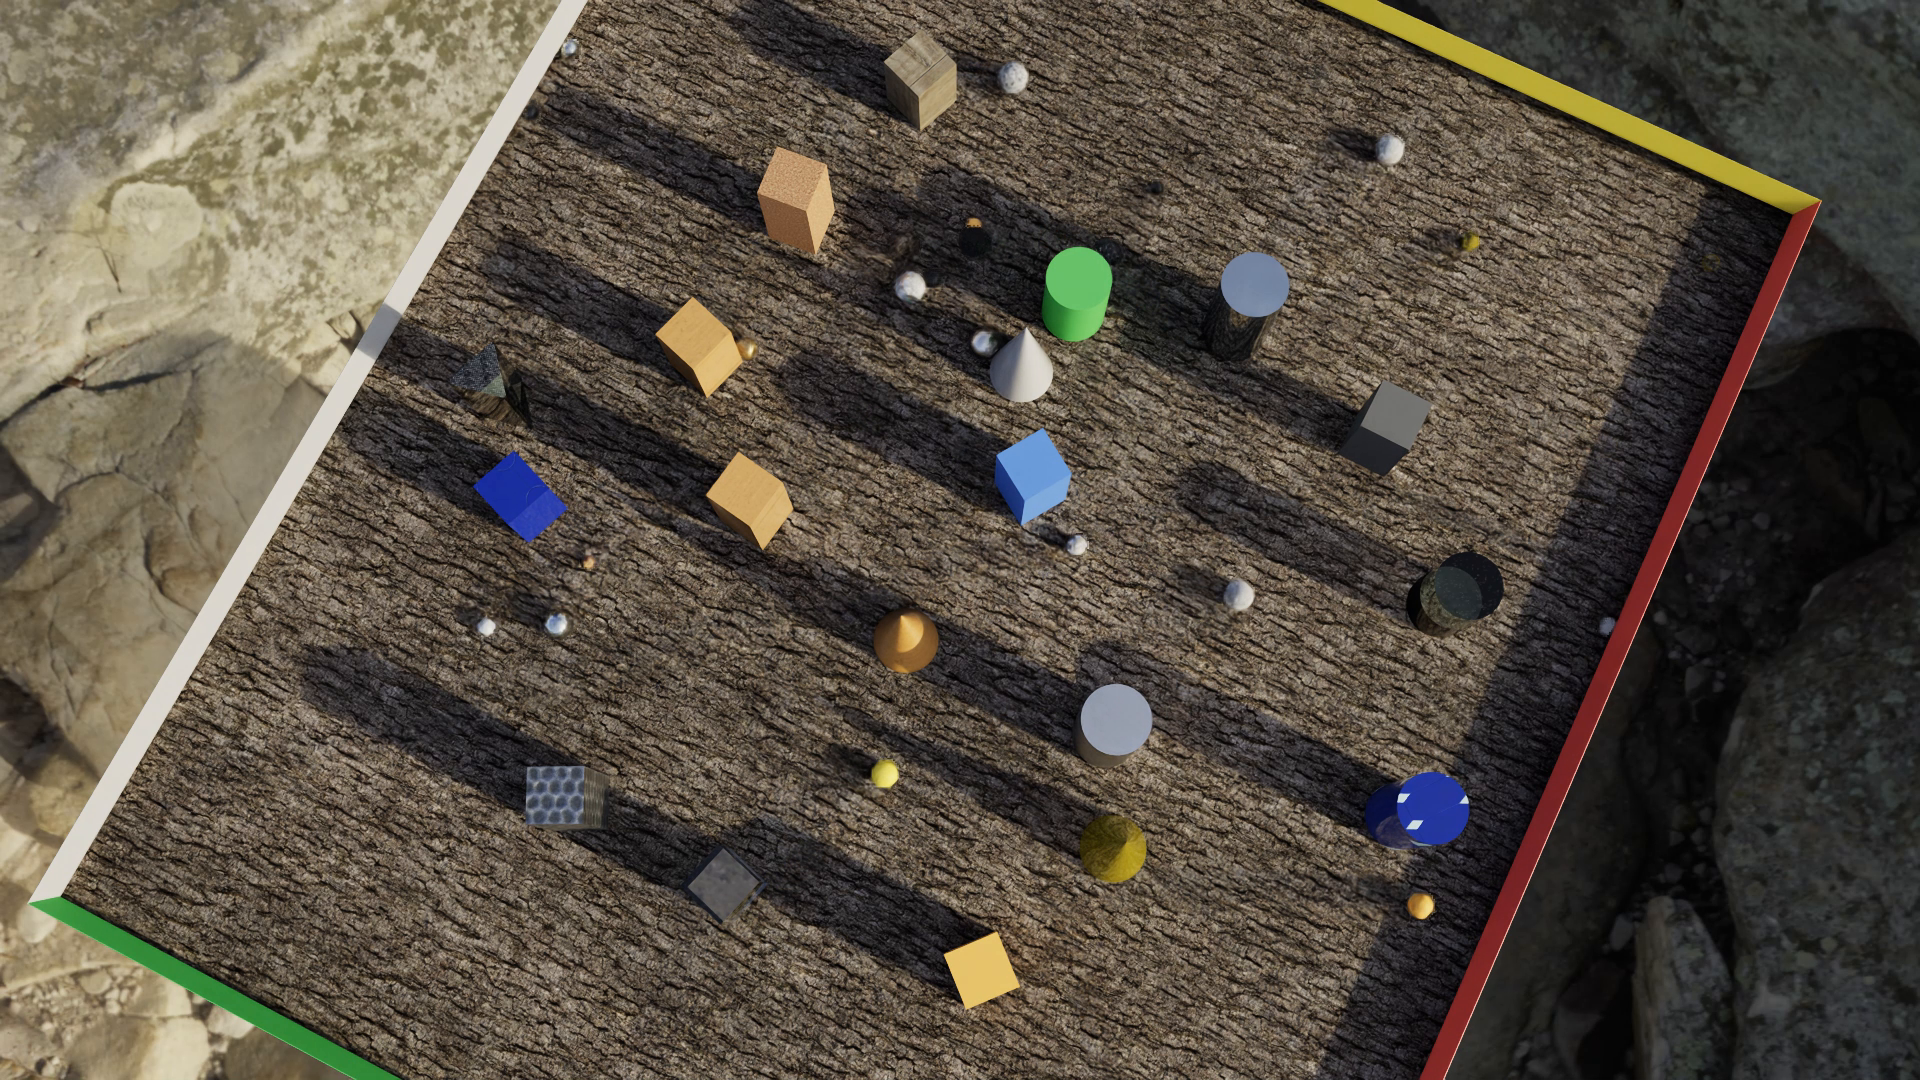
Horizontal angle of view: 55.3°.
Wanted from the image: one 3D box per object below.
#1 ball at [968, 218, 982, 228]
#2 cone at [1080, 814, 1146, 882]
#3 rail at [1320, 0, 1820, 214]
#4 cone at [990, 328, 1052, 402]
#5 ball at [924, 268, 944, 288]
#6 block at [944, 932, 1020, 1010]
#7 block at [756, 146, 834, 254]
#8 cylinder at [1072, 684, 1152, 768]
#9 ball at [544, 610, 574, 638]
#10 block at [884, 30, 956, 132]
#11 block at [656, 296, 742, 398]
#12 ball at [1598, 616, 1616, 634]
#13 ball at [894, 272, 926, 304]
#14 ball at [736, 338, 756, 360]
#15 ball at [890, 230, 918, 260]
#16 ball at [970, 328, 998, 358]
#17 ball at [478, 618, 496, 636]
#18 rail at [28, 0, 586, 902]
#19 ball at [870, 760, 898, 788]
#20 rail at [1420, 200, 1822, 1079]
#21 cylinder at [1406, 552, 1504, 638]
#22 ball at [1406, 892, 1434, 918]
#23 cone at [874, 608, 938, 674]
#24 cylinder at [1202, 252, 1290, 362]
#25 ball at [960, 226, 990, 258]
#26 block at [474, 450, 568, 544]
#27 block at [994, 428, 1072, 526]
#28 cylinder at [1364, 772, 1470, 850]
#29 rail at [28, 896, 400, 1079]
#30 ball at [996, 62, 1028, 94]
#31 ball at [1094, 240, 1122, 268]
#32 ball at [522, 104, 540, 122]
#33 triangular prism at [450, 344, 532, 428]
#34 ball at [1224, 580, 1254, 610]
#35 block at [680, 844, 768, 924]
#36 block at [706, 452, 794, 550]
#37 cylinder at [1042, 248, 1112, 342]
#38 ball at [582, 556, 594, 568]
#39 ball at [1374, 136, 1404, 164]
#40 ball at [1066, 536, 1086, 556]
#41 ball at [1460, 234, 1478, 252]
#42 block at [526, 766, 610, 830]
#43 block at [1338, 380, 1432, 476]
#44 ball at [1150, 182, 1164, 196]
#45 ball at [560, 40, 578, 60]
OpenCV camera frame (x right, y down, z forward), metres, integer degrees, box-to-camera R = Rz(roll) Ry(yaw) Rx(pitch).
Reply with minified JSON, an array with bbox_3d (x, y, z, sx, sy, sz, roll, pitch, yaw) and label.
[{"bbox_3d":[0.048,-0.996,5.800,0.045,0.045,0.045,0,78,0],"label":"ball"},{"bbox_3d":[0.453,0.868,5.205,0.199,0.454,0.199,0,78,0],"label":"cone"},{"bbox_3d":[0.955,-1.864,5.936,3.839,0.129,0.045,26,80,5],"label":"rail"},{"bbox_3d":[0.192,-0.570,5.510,0.199,0.439,0.199,0,78,0],"label":"cone"},{"bbox_3d":[-0.084,-0.821,5.755,0.061,0.061,0.061,0,78,0],"label":"ball"},{"bbox_3d":[0.060,1.217,5.198,0.159,0.327,0.159,-22,79,-4],"label":"block"},{"bbox_3d":[-0.502,-1.041,5.646,0.159,0.364,0.159,21,79,4],"label":"block"},{"bbox_3d":[0.434,0.541,5.290,0.199,0.421,0.199,0,78,0],"label":"cylinder"},{"bbox_3d":[-1.209,0.254,5.520,0.086,0.086,0.086,0,78,0],"label":"ball"},{"bbox_3d":[-0.123,-1.448,5.785,0.159,0.256,0.159,-43,81,-8],"label":"block"},{"bbox_3d":[-0.792,-0.584,5.583,0.159,0.303,0.159,42,81,8],"label":"block"},{"bbox_3d":[1.958,0.258,5.535,0.056,0.056,0.056,0,78,0],"label":"ball"},{"bbox_3d":[-0.157,-0.790,5.730,0.098,0.098,0.098,0,78,0],"label":"ball"},{"bbox_3d":[-0.667,-0.597,5.706,0.067,0.067,0.067,0,78,0],"label":"ball"},{"bbox_3d":[-0.176,-0.927,5.761,0.092,0.092,0.092,0,78,0],"label":"ball"},{"bbox_3d":[0.076,-0.612,5.697,0.090,0.090,0.090,0,78,0],"label":"ball"},{"bbox_3d":[-1.431,0.262,5.536,0.052,0.052,0.052,0,78,0],"label":"ball"},{"bbox_3d":[-1.696,-0.823,5.720,0.045,0.129,4.319,26,80,5],"label":"rail"},{"bbox_3d":[-0.224,0.695,5.432,0.080,0.080,0.080,0,78,0],"label":"ball"},{"bbox_3d":[1.696,0.837,5.376,0.045,0.129,4.319,26,80,5],"label":"rail"},{"bbox_3d":[1.457,0.165,5.410,0.199,0.337,0.199,0,78,0],"label":"cylinder"},{"bbox_3d":[1.344,1.069,5.357,0.075,0.075,0.075,0,78,0],"label":"ball"},{"bbox_3d":[-0.164,0.257,5.325,0.199,0.467,0.199,0,78,0],"label":"cone"},{"bbox_3d":[0.858,-0.699,5.540,0.199,0.433,0.199,0,78,0],"label":"cylinder"},{"bbox_3d":[0.049,-0.937,5.761,0.097,0.097,0.097,0,78,0],"label":"ball"},{"bbox_3d":[-1.317,-0.128,5.506,0.159,0.267,0.159,-43,81,-8],"label":"block"},{"bbox_3d":[0.214,-0.185,5.481,0.159,0.340,0.159,-30,80,-6],"label":"block"},{"bbox_3d":[1.302,0.780,5.245,0.199,0.412,0.199,0,78,0],"label":"cylinder"},{"bbox_3d":[-0.955,1.878,5.161,3.839,0.129,0.045,26,80,5],"label":"rail"},{"bbox_3d":[0.167,-1.481,5.872,0.099,0.099,0.099,0,78,0],"label":"ball"},{"bbox_3d":[0.466,-0.900,5.759,0.086,0.086,0.086,0,78,0],"label":"ball"},{"bbox_3d":[-1.376,-1.368,5.871,0.057,0.057,0.057,0,78,0],"label":"ball"},{"bbox_3d":[-1.392,-0.474,5.536,0.172,0.350,0.149,15,79,3],"label":"triangular prism"},{"bbox_3d":[0.842,0.169,5.535,0.091,0.091,0.091,0,78,0],"label":"ball"},{"bbox_3d":[-0.678,0.995,5.286,0.159,0.245,0.159,42,81,8],"label":"block"},{"bbox_3d":[-0.623,-0.112,5.461,0.159,0.350,0.159,35,80,7],"label":"block"},{"bbox_3d":[0.356,-0.750,5.617,0.199,0.303,0.199,0,78,0],"label":"cylinder"},{"bbox_3d":[-1.133,0.067,5.582,0.040,0.040,0.040,0,78,0],"label":"ball"},{"bbox_3d":[1.364,-1.239,5.827,0.090,0.090,0.090,0,78,0],"label":"ball"},{"bbox_3d":[0.355,0.016,5.581,0.062,0.062,0.062,0,78,0],"label":"ball"},{"bbox_3d":[1.606,-0.940,5.783,0.056,0.056,0.056,0,78,0],"label":"ball"},{"bbox_3d":[-1.125,0.746,5.271,0.159,0.375,0.159,-1,78,0],"label":"block"},{"bbox_3d":[1.276,-0.333,5.517,0.159,0.331,0.159,28,80,5],"label":"block"},{"bbox_3d":[0.628,-1.119,5.825,0.045,0.045,0.045,0,78,0],"label":"ball"},{"bbox_3d":[-1.260,-1.582,5.914,0.059,0.059,0.059,0,78,0],"label":"ball"}]
